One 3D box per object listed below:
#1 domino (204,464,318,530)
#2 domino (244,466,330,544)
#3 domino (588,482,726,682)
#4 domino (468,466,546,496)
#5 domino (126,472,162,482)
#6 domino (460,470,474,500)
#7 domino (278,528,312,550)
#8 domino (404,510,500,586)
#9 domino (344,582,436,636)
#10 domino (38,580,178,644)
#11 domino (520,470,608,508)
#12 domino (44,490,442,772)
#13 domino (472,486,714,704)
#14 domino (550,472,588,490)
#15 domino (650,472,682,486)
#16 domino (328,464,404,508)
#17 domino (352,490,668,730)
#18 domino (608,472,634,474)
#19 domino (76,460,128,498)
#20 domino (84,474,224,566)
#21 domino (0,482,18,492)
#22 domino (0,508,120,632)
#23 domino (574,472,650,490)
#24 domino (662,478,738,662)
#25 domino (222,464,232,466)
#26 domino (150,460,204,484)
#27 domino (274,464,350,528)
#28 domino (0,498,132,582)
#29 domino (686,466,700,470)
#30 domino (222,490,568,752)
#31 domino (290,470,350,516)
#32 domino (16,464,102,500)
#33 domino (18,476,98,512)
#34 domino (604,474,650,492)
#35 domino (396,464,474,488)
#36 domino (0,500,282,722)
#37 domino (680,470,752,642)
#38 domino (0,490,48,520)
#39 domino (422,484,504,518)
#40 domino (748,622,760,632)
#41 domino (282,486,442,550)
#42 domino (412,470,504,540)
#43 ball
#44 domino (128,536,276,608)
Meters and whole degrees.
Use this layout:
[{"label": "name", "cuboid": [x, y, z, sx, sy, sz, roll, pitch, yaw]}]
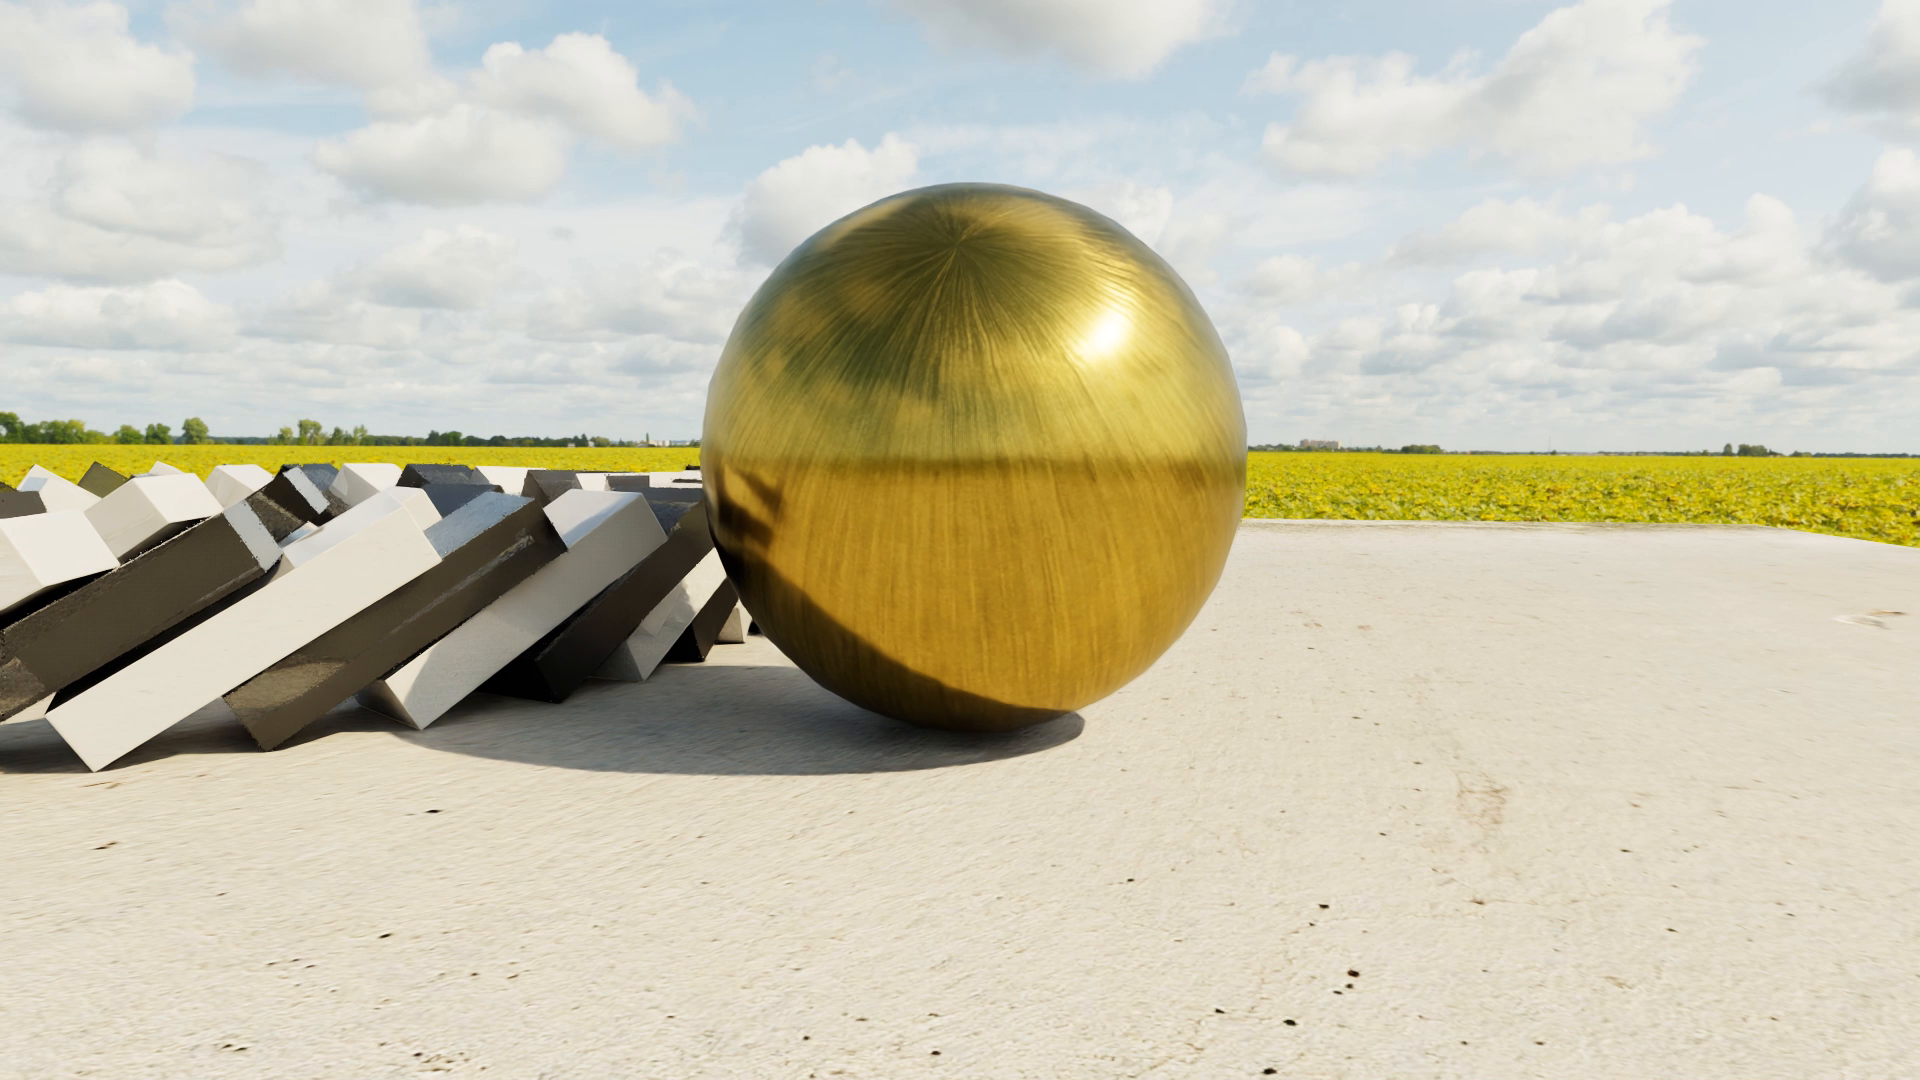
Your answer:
[{"label": "domino", "cuboid": [-0.199, -0.005, 0.387, 0.050, 0.009, 0.025, 34, 1, -6]}, {"label": "domino", "cuboid": [-0.144, 0.005, 0.241, 0.050, 0.009, 0.025, -39, 18, -14]}, {"label": "domino", "cuboid": [-0.061, 0.007, 0.250, 0.025, 0.009, 0.050, 2, 36, 23]}, {"label": "domino", "cuboid": [-0.124, -0.004, 0.387, 0.050, 0.010, 0.025, 41, 23, 28]}, {"label": "domino", "cuboid": [-0.218, -0.003, 0.378, 0.050, 0.009, 0.025, 31, -6, -18]}, {"label": "domino", "cuboid": [-0.152, -0.009, 0.465, 0.050, 0.010, 0.025, 30, 6, 5]}, {"label": "domino", "cuboid": [-0.163, 0.007, 0.338, 0.050, 0.009, 0.025, 5, -23, 48]}, {"label": "domino", "cuboid": [-0.133, 0.005, 0.338, 0.025, 0.010, 0.050, 43, 5, 0]}, {"label": "domino", "cuboid": [-0.114, 0.015, 0.302, 0.025, 0.009, 0.050, 3, 5, 32]}, {"label": "domino", "cuboid": [-0.205, 0.017, 0.284, 0.025, 0.009, 0.050, 4, 6, 43]}, {"label": "domino", "cuboid": [-0.106, -0.003, 0.376, 0.025, 0.009, 0.050, -2, 36, -44]}, {"label": "domino", "cuboid": [-0.101, 0.011, 0.184, 0.050, 0.009, 0.025, -36, 22, -21]}, {"label": "domino", "cuboid": [-0.067, 0.008, 0.231, 0.025, 0.009, 0.050, 3, 36, 31]}, {"label": "domino", "cuboid": [-0.127, -0.008, 0.464, 0.050, 0.009, 0.025, 32, 16, 19]}, {"label": "domino", "cuboid": [-0.066, 0.000, 0.328, 0.025, 0.009, 0.050, -1, 37, -14]}, {"label": "domino", "cuboid": [-0.163, -0.005, 0.391, 0.050, 0.010, 0.025, 36, 8, 6]}, {"label": "domino", "cuboid": [-0.075, 0.010, 0.211, 0.025, 0.009, 0.050, 4, 38, 46]}, {"label": "domino", "cuboid": [-0.110, -0.008, 0.458, 0.050, 0.010, 0.025, 33, 16, 22]}, {"label": "domino", "cuboid": [-0.268, -0.008, 0.432, 0.050, 0.009, 0.025, 35, -18, -26]}, {"label": "domino", "cuboid": [-0.162, 0.007, 0.232, 0.050, 0.009, 0.025, -36, 10, -5]}, {"label": "domino", "cuboid": [-0.292, -0.006, 0.407, 0.025, 0.009, 0.050, 4, -28, 47]}, {"label": "domino", "cuboid": [-0.138, 0.014, 0.164, 0.050, 0.009, 0.025, -32, 12, -10]}, {"label": "domino", "cuboid": [-0.090, -0.001, 0.361, 0.025, 0.010, 0.050, -3, 36, -32]}, {"label": "domino", "cuboid": [-0.057, 0.005, 0.270, 0.025, 0.010, 0.050, 1, 36, 14]}, {"label": "domino", "cuboid": [-0.234, -0.009, 0.451, 0.050, 0.010, 0.025, 31, -8, -12]}, {"label": "domino", "cuboid": [-0.253, -0.009, 0.444, 0.050, 0.009, 0.025, 32, -12, -17]}, {"label": "domino", "cuboid": [-0.181, -0.005, 0.390, 0.050, 0.009, 0.025, 35, 5, 0]}, {"label": "domino", "cuboid": [-0.250, -0.001, 0.342, 0.025, 0.009, 0.050, -3, -30, 40]}, {"label": "domino", "cuboid": [-0.071, -0.008, 0.437, 0.050, 0.010, 0.025, 41, 27, 29]}, {"label": "domino", "cuboid": [-0.088, 0.011, 0.197, 0.050, 0.010, 0.025, -39, 26, -27]}, {"label": "domino", "cuboid": [-0.211, -0.008, 0.458, 0.050, 0.009, 0.025, 30, 1, -8]}, {"label": "domino", "cuboid": [-0.280, -0.007, 0.421, 0.050, 0.009, 0.025, 38, -20, -32]}, {"label": "domino", "cuboid": [-0.234, -0.001, 0.359, 0.025, 0.009, 0.050, 4, -25, 44]}, {"label": "domino", "cuboid": [-0.078, 0.000, 0.345, 0.025, 0.010, 0.050, -2, 36, -28]}, {"label": "domino", "cuboid": [-0.144, -0.005, 0.390, 0.050, 0.010, 0.025, 37, 14, 15]}, {"label": "domino", "cuboid": [-0.119, 0.012, 0.173, 0.050, 0.010, 0.025, -34, 18, -17]}, {"label": "domino", "cuboid": [-0.056, 0.003, 0.292, 0.025, 0.009, 0.050, 3, 37, 4]}, {"label": "domino", "cuboid": [-0.185, 0.009, 0.223, 0.050, 0.010, 0.025, -32, -6, 21]}, {"label": "domino", "cuboid": [-0.124, 0.005, 0.281, 0.025, 0.009, 0.050, 2, 35, 29]}, {"label": "domino", "cuboid": [-0.058, 0.002, 0.308, 0.025, 0.010, 0.050, 0, 37, 1]}, {"label": "domino", "cuboid": [-0.130, 0.007, 0.256, 0.050, 0.010, 0.025, -39, 25, -29]}, {"label": "domino", "cuboid": [-0.172, -0.009, 0.464, 0.050, 0.009, 0.025, 30, 4, 0]}, {"label": "ball", "cuboid": [0.002, -0.012, 0.191, 0.080, 0.080, 0.080, 0, 4, 0]}, {"label": "domino", "cuboid": [-0.196, 0.009, 0.319, 0.050, 0.010, 0.025, -1, -24, -7]}]
